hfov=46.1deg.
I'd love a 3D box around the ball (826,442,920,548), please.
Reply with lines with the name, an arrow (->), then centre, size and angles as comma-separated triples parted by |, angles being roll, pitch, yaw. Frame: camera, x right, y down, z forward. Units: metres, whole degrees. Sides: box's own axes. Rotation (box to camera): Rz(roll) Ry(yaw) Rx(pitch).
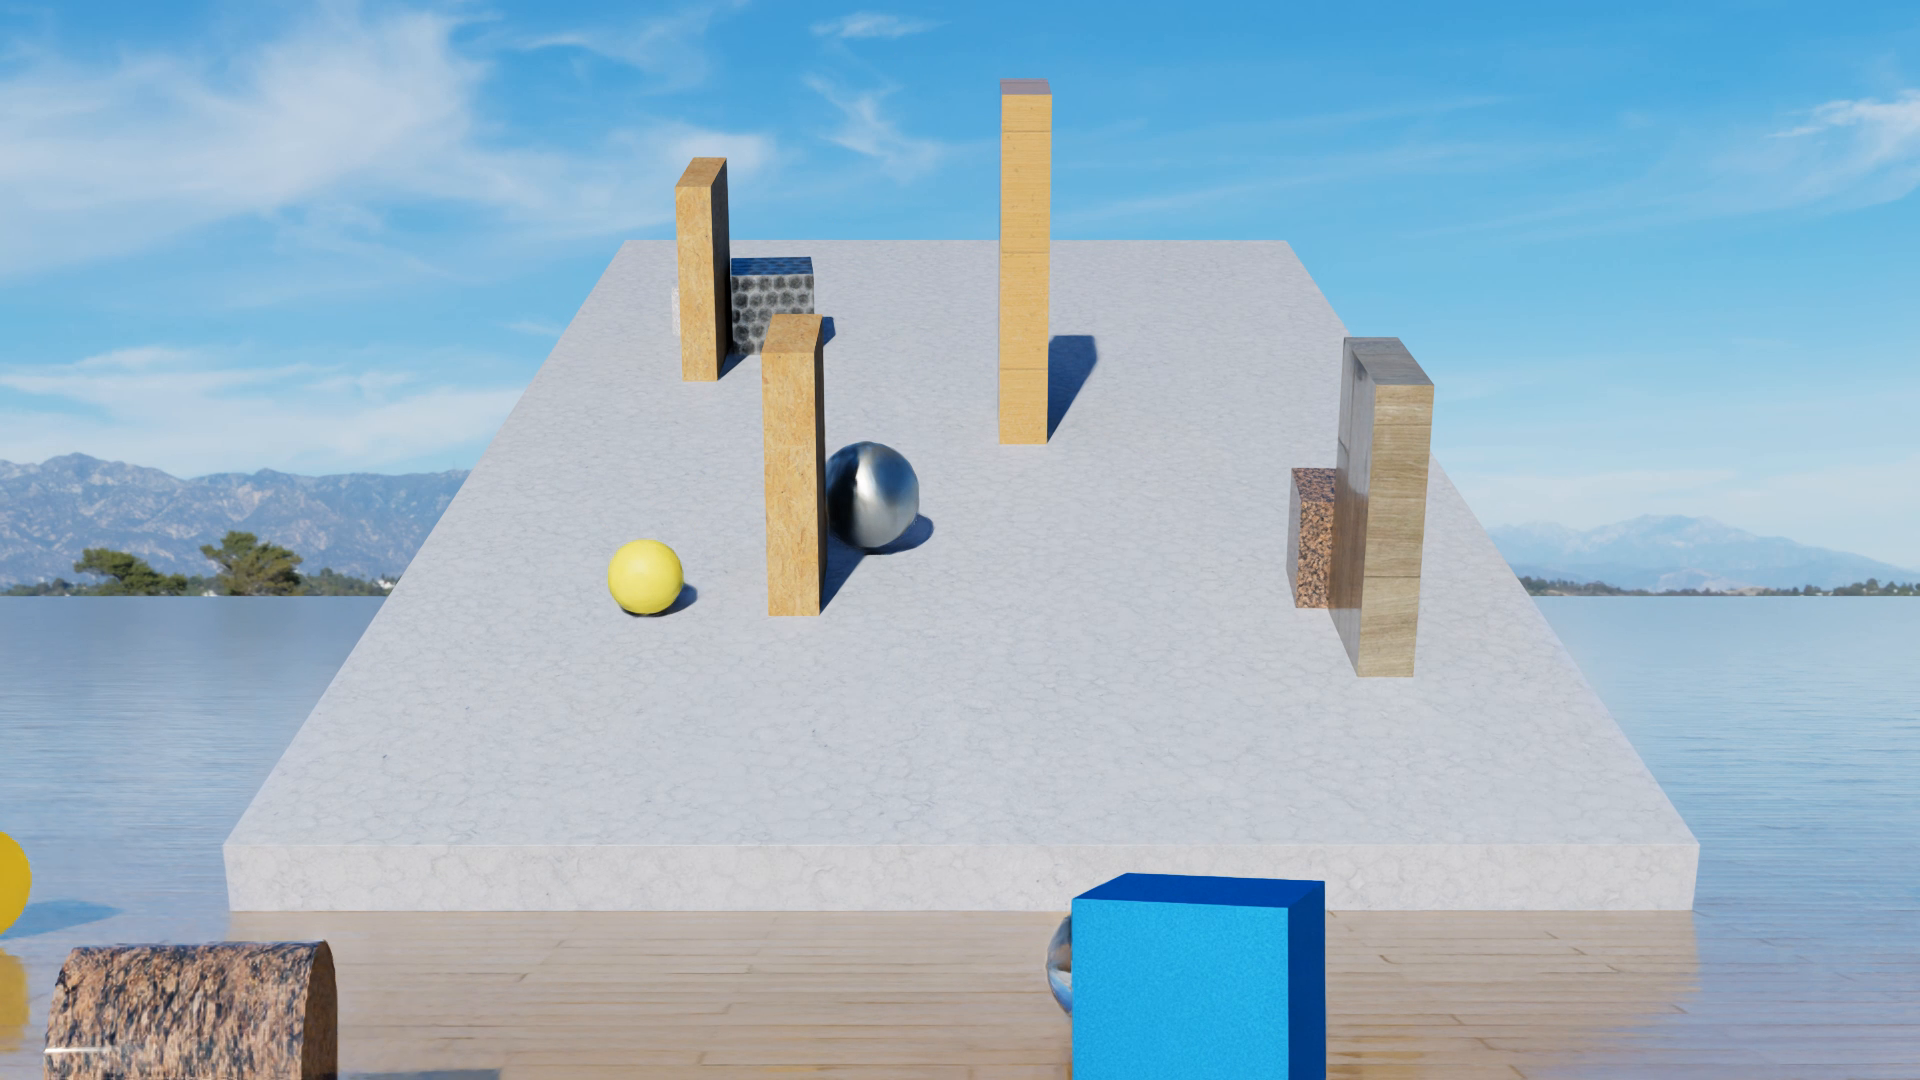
ball -> -0.170, -0.083, 4.142 | 0.195, 0.195, 0.195 | 0, -1, 0

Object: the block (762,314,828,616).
block -> -0.284, -0.133, 3.911 | 0.087, 0.464, 0.269 | 0, 19, 0

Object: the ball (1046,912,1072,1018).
ball -> 0.152, 0.422, 2.237 | 0.134, 0.134, 0.134 | 0, -1, 0

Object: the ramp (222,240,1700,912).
ramp -> -0.004, -0.200, 4.958 | 2.000, 0.100, 4.000 | 0, 19, 0

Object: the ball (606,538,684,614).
ball -> -0.538, 0.063, 3.857 | 0.130, 0.130, 0.130 | 0, -1, 0

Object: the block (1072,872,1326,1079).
block -> 0.209, 0.392, 1.941 | 0.181, 0.181, 0.181 | 0, -1, 19

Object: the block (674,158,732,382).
block -> -0.611, -0.654, 5.406 | 0.081, 0.459, 0.397 | 0, 19, 0

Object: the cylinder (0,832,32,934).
cylinder -> -1.274, 0.428, 2.841 | 0.146, 0.146, 0.146 | -1, -1, 43

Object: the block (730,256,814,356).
block -> -0.464, -0.581, 5.589 | 0.200, 0.200, 0.200 | -2, 19, -5

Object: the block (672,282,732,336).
block -> -0.646, -0.587, 5.725 | 0.122, 0.122, 0.122 | 9, 21, 23

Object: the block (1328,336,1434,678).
block -> 0.680, -0.058, 3.671 | 0.090, 0.484, 0.300 | 0, 19, 0

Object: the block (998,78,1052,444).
block -> 0.135, -0.593, 4.810 | 0.101, 0.740, 0.242 | 0, 19, 0

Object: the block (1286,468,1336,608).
block -> 0.682, -0.004, 3.955 | 0.194, 0.194, 0.194 | 1, 19, 3

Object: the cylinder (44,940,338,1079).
cylinder -> -0.564, 0.387, 1.672 | 0.176, 0.176, 0.176 | 0, -1, -7
